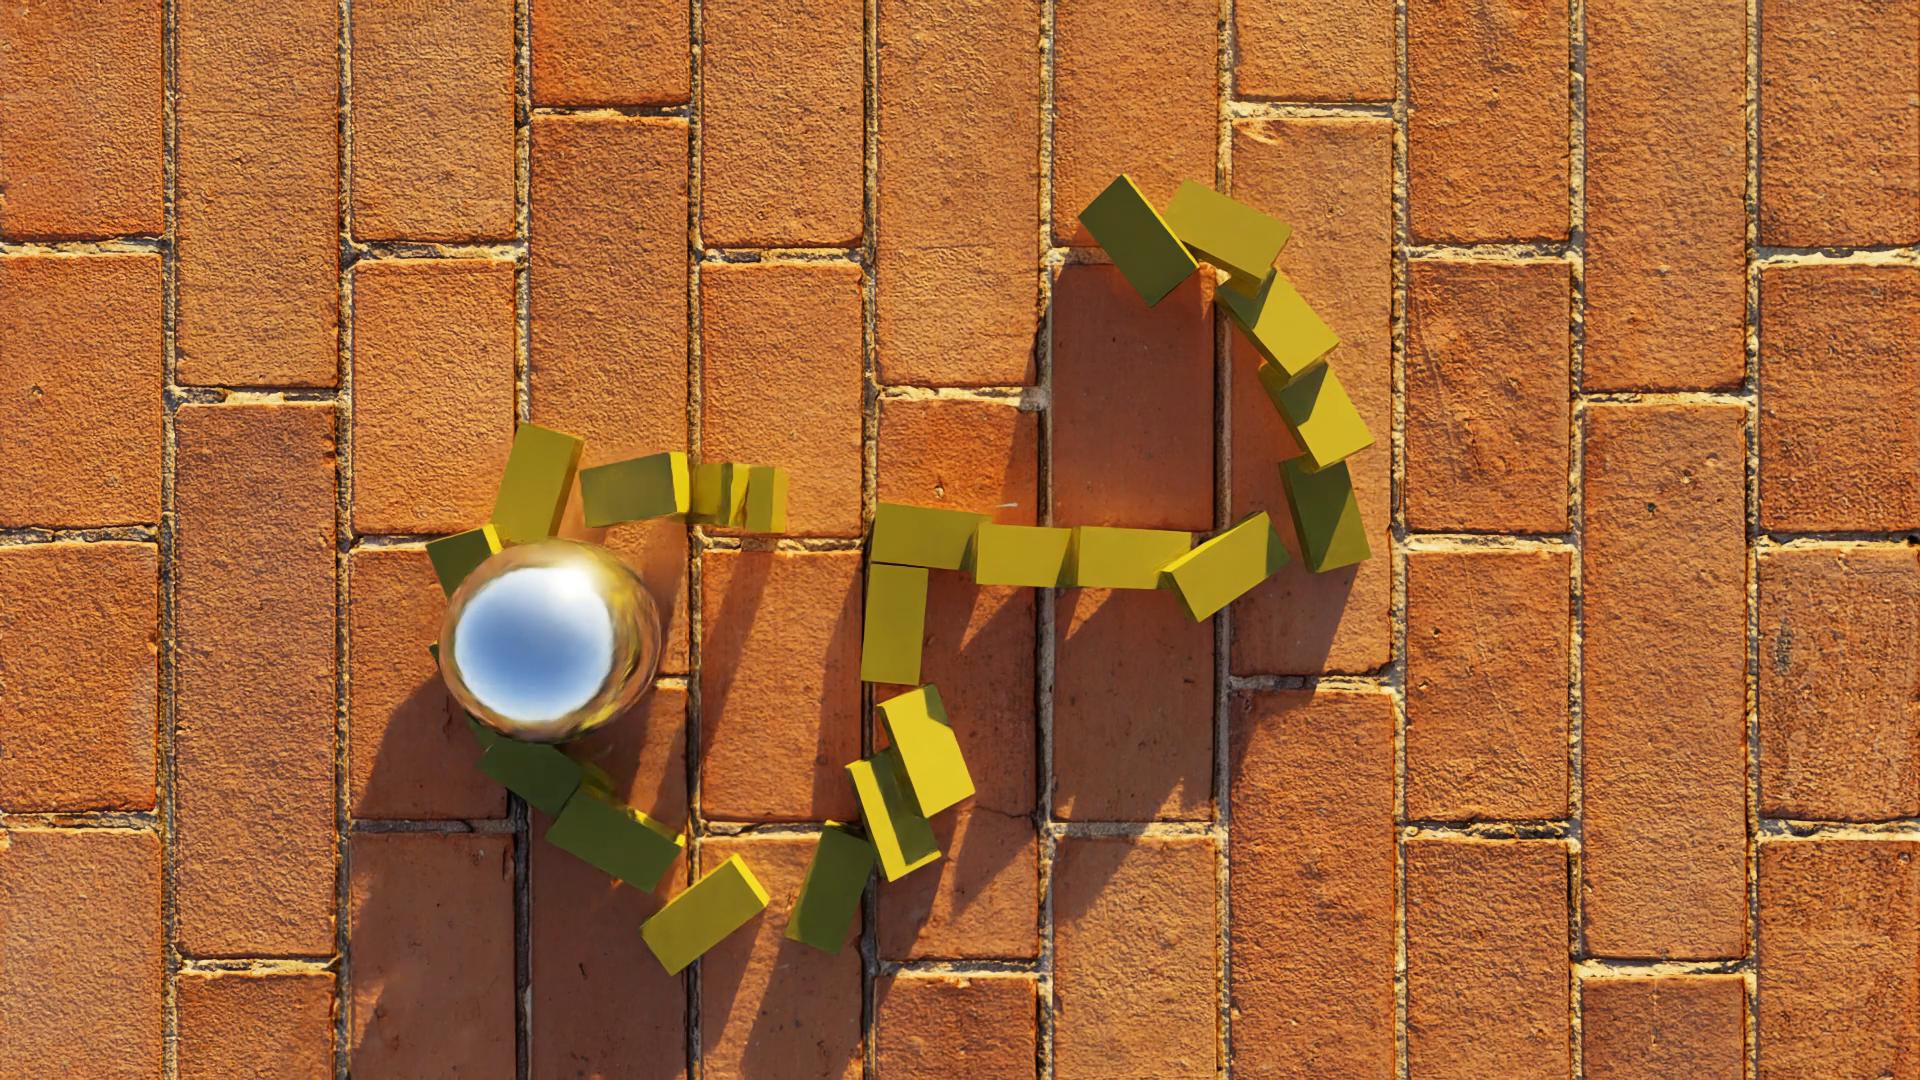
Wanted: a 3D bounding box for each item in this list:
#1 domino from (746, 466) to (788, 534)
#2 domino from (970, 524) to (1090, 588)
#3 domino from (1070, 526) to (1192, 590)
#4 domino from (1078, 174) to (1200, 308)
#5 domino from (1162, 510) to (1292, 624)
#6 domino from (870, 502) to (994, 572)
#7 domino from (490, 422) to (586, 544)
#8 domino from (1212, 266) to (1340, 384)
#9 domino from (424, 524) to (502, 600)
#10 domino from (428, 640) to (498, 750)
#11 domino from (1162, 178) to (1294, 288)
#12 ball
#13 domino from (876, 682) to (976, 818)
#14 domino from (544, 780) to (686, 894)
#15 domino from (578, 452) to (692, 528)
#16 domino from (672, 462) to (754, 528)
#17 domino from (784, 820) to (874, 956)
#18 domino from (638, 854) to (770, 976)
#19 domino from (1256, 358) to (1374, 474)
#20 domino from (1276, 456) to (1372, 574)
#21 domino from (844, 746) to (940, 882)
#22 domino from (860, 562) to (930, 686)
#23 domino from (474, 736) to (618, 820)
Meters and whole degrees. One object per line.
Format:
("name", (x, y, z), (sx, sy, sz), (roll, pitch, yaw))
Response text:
("domino", (-0.078, -0.016, 0.375), (0.009, 0.050, 0.025), (3, 90, -5))
("domino", (0.031, 0.007, 0.390), (0.050, 0.009, 0.025), (3, 90, -13))
("domino", (0.073, 0.008, 0.390), (0.050, 0.009, 0.025), (3, 90, -13))
("domino", (0.076, -0.127, 0.390), (0.025, 0.009, 0.050), (-39, 90, 28))
("domino", (0.113, 0.011, 0.389), (0.050, 0.010, 0.025), (-31, 97, -10))
("domino", (-0.012, -0.001, 0.395), (0.050, 0.010, 0.025), (6, 90, 0))
("domino", (-0.183, -0.023, 0.395), (0.025, 0.010, 0.050), (16, 90, 0))
("domino", (0.134, -0.094, 0.389), (0.025, 0.009, 0.050), (-36, 76, 0))
("domino", (-0.204, 0.021, 0.390), (0.025, 0.009, 0.050), (-16, 103, 0))
("domino", (-0.200, 0.062, 0.389), (0.025, 0.009, 0.050), (-20, 104, 1))
("domino", (0.112, -0.131, 0.389), (0.050, 0.010, 0.025), (32, 90, 14))
("ball", (-0.159, 0.039, 0.360), (0.080, 0.080, 0.080), (0, 90, 0))
("domino", (-0.014, 0.089, 0.390), (0.025, 0.009, 0.050), (-20, 90, -26))
("domino", (-0.146, 0.127, 0.389), (0.050, 0.010, 0.025), (35, 91, -14))
("domino", (-0.137, -0.021, 0.385), (0.050, 0.009, 0.025), (-8, 89, 24))
("domino", (-0.103, -0.019, 0.379), (0.010, 0.050, 0.025), (3, 90, -43))
("domino", (-0.055, 0.150, 0.395), (0.025, 0.010, 0.050), (20, 90, 0))
("domino", (-0.110, 0.161, 0.395), (0.050, 0.009, 0.025), (-36, 90, 0))
("domino", (0.151, -0.056, 0.390), (0.025, 0.009, 0.050), (-25, 77, 0))
("domino", (0.157, -0.013, 0.395), (0.025, 0.010, 0.050), (-15, 90, 0))
("domino", (-0.029, 0.116, 0.390), (0.025, 0.009, 0.050), (-19, 90, -26))
("domino", (-0.028, 0.036, 0.395), (0.025, 0.010, 0.050), (5, 90, 0))
("domino", (-0.175, 0.099, 0.389), (0.050, 0.009, 0.025), (41, 90, -14))
